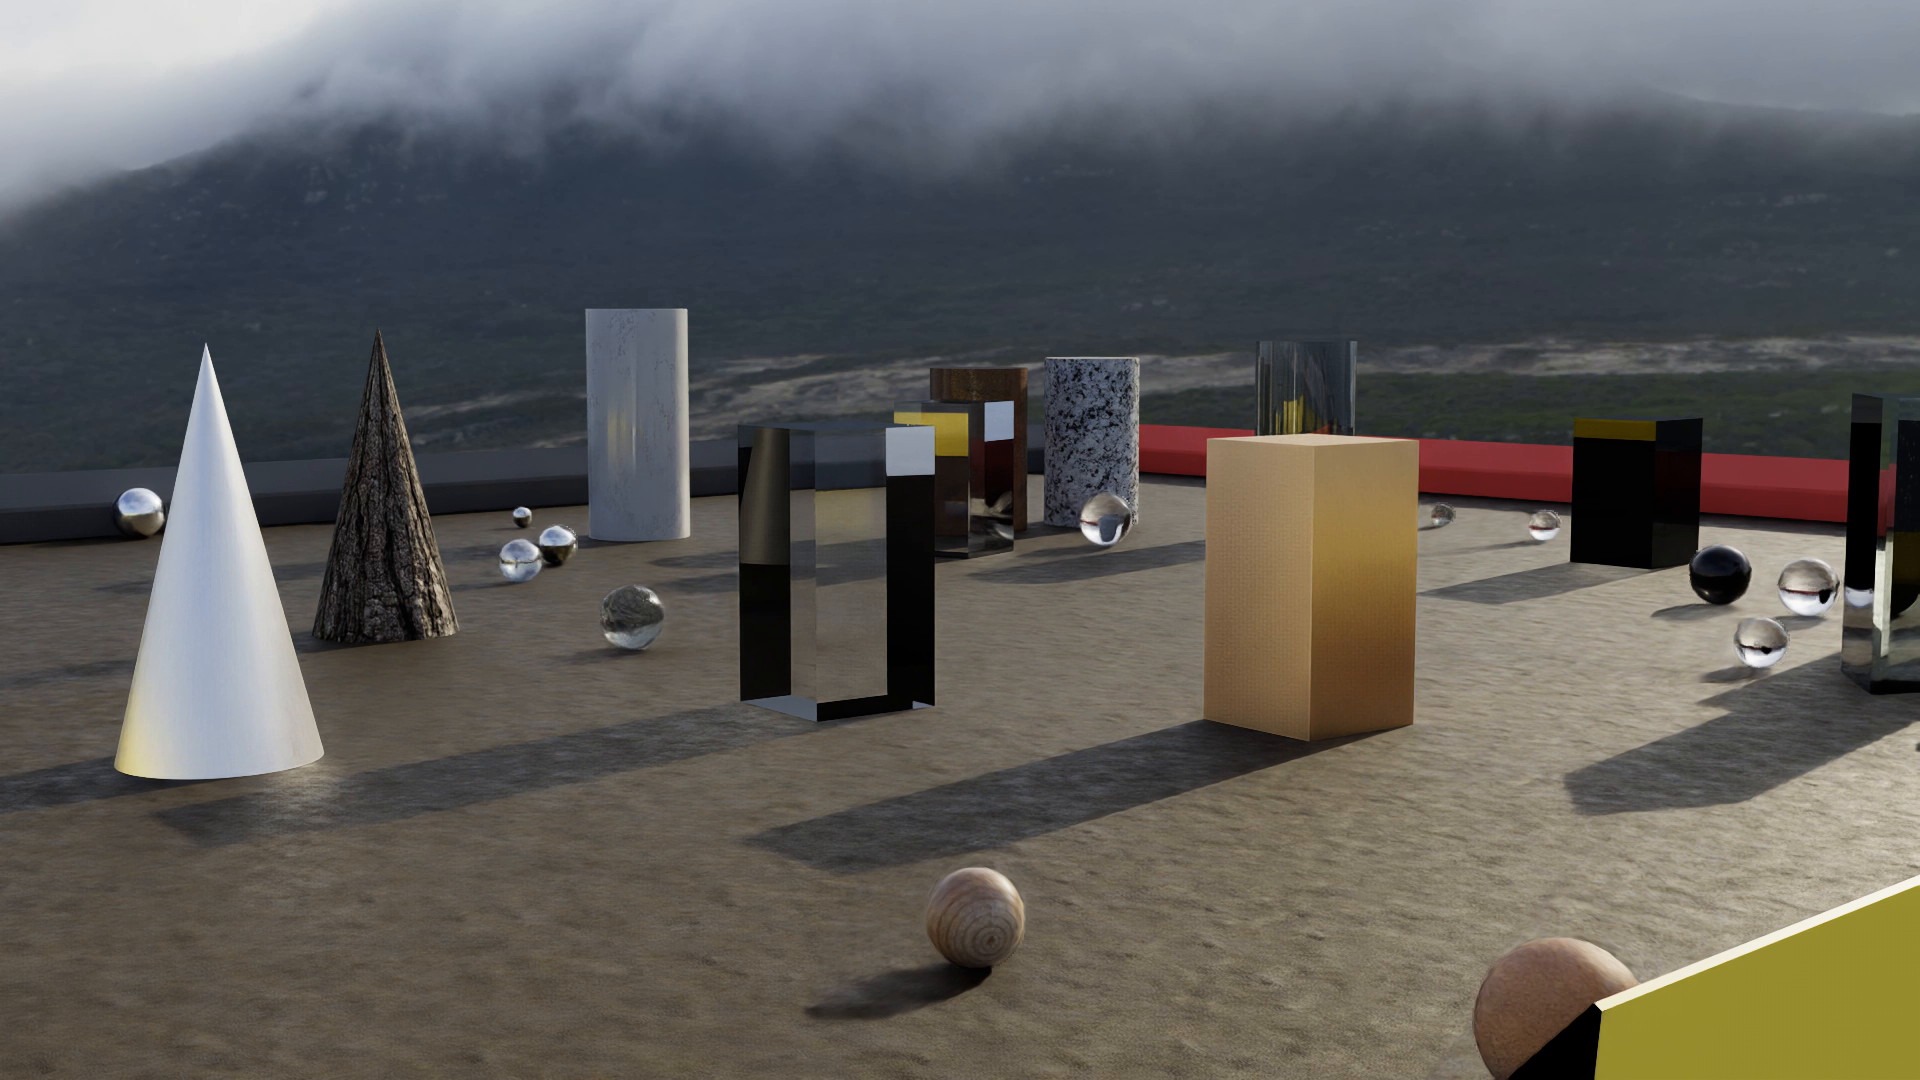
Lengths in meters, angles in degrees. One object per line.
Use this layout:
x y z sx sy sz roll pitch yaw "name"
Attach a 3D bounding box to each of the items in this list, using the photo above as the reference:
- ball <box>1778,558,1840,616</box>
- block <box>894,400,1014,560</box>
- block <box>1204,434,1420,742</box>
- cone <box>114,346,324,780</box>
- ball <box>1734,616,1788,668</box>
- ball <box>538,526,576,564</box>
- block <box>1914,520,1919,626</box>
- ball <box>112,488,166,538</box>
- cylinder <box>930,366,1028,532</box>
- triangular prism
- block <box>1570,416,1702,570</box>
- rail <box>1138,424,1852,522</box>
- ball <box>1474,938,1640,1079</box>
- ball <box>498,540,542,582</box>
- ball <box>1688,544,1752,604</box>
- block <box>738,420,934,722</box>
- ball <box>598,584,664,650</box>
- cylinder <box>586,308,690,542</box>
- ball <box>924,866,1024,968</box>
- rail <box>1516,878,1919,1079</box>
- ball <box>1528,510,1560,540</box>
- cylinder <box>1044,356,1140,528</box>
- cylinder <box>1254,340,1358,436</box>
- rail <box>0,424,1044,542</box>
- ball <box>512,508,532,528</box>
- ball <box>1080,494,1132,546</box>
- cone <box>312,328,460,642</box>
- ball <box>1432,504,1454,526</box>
1.240 0.069 3.213 0.085 0.085 0.085 0 6 0 "ball"
-0.011 -0.116 4.051 0.159 0.279 0.159 4 7 32 "block"
0.378 0.045 2.376 0.159 0.307 0.159 -4 7 -37 "block"
-0.739 0.012 2.175 0.199 0.414 0.199 0 6 0 "cone"
1.001 0.128 2.750 0.064 0.064 0.064 0 6 0 "ball"
-0.710 0.009 3.875 0.067 0.067 0.067 0 6 0 "ball"
1.467 -0.051 3.086 0.159 0.350 0.159 -4 7 -34 "block"
-1.612 -0.053 4.319 0.100 0.100 0.100 0 6 0 "ball"
0.038 -0.186 4.484 0.199 0.330 0.199 0 6 0 "cylinder"
1.121 -0.001 2.639 0.172 0.345 0.149 -2 6 -19 "triangular prism"
1.199 -0.088 3.899 0.159 0.256 0.159 -6 8 -43 "block"
1.651 -0.124 4.847 0.045 0.129 3.832 -5 8 -42 "rail"
0.336 0.271 1.227 0.096 0.096 0.096 0 6 0 "ball"
-0.724 0.034 3.622 0.071 0.071 0.071 0 6 0 "ball"
1.155 0.053 3.341 0.092 0.092 0.092 0 6 0 "ball"
-0.140 0.029 2.485 0.159 0.317 0.159 -4 7 -37 "block"
-0.432 0.102 2.895 0.086 0.086 0.086 0 6 0 "ball"
-0.636 -0.231 4.342 0.199 0.448 0.199 0 6 0 "cylinder"
0.010 0.257 1.496 0.068 0.068 0.068 0 6 0 "ball"
1.283 0.178 1.948 4.541 0.129 0.045 -5 8 -42 "rail"
1.135 -0.027 4.271 0.058 0.058 0.058 0 6 0 "ball"
0.276 -0.209 4.623 0.199 0.347 0.199 0 6 0 "cylinder"
0.684 -0.202 4.367 0.199 0.386 0.199 0 6 0 "cylinder"
-1.283 -0.110 4.715 4.541 0.129 0.045 -5 8 -42 "rail"
-0.904 -0.047 4.545 0.041 0.041 0.041 0 6 0 "ball"
0.277 -0.039 4.182 0.099 0.099 0.099 0 6 0 "ball"
-0.799 -0.084 3.039 0.199 0.426 0.199 0 6 0 "cone"
1.002 -0.052 4.570 0.045 0.045 0.045 0 6 0 "ball"
